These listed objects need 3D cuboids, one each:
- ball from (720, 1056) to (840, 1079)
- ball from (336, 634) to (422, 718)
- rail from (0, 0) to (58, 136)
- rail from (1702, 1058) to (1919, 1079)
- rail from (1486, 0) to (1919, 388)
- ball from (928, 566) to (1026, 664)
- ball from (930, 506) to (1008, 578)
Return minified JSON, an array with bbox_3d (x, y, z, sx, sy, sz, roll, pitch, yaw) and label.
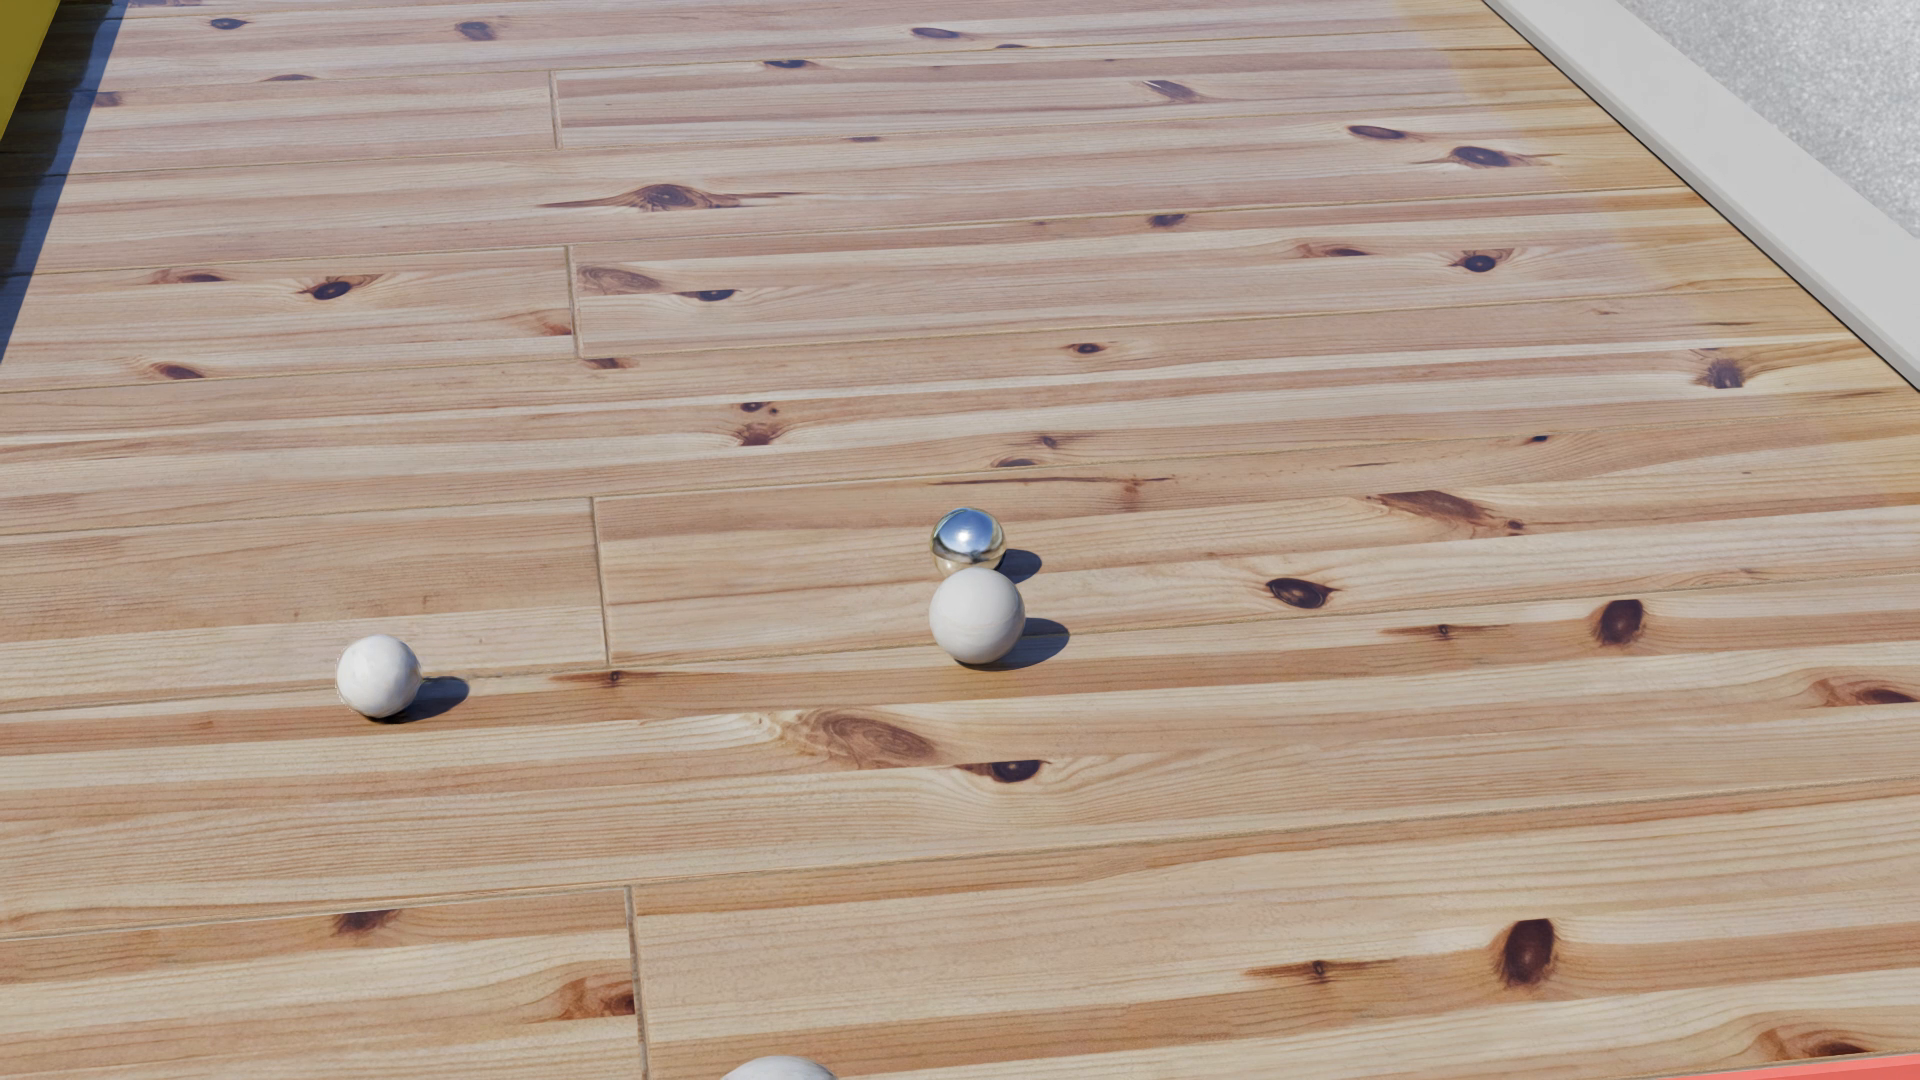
[{"bbox_3d":[-0.082,0.277,1.345,0.081,0.081,0.081,0,26,0],"label":"ball"},{"bbox_3d":[-0.350,0.082,1.771,0.050,0.050,0.050,0,26,0],"label":"ball"},{"bbox_3d":[-0.844,-0.288,2.453,0.045,0.105,2.891,-4,27,-8],"label":"rail"},{"bbox_3d":[0.106,0.287,1.296,1.533,0.105,0.045,-4,27,-8],"label":"rail"},{"bbox_3d":[0.624,-0.388,2.655,0.045,0.105,2.891,-4,27,-8],"label":"rail"},{"bbox_3d":[0.011,0.047,1.830,0.061,0.061,0.061,0,26,0],"label":"ball"},{"bbox_3d":[0.005,0.004,1.928,0.051,0.051,0.051,0,26,0],"label":"ball"}]
